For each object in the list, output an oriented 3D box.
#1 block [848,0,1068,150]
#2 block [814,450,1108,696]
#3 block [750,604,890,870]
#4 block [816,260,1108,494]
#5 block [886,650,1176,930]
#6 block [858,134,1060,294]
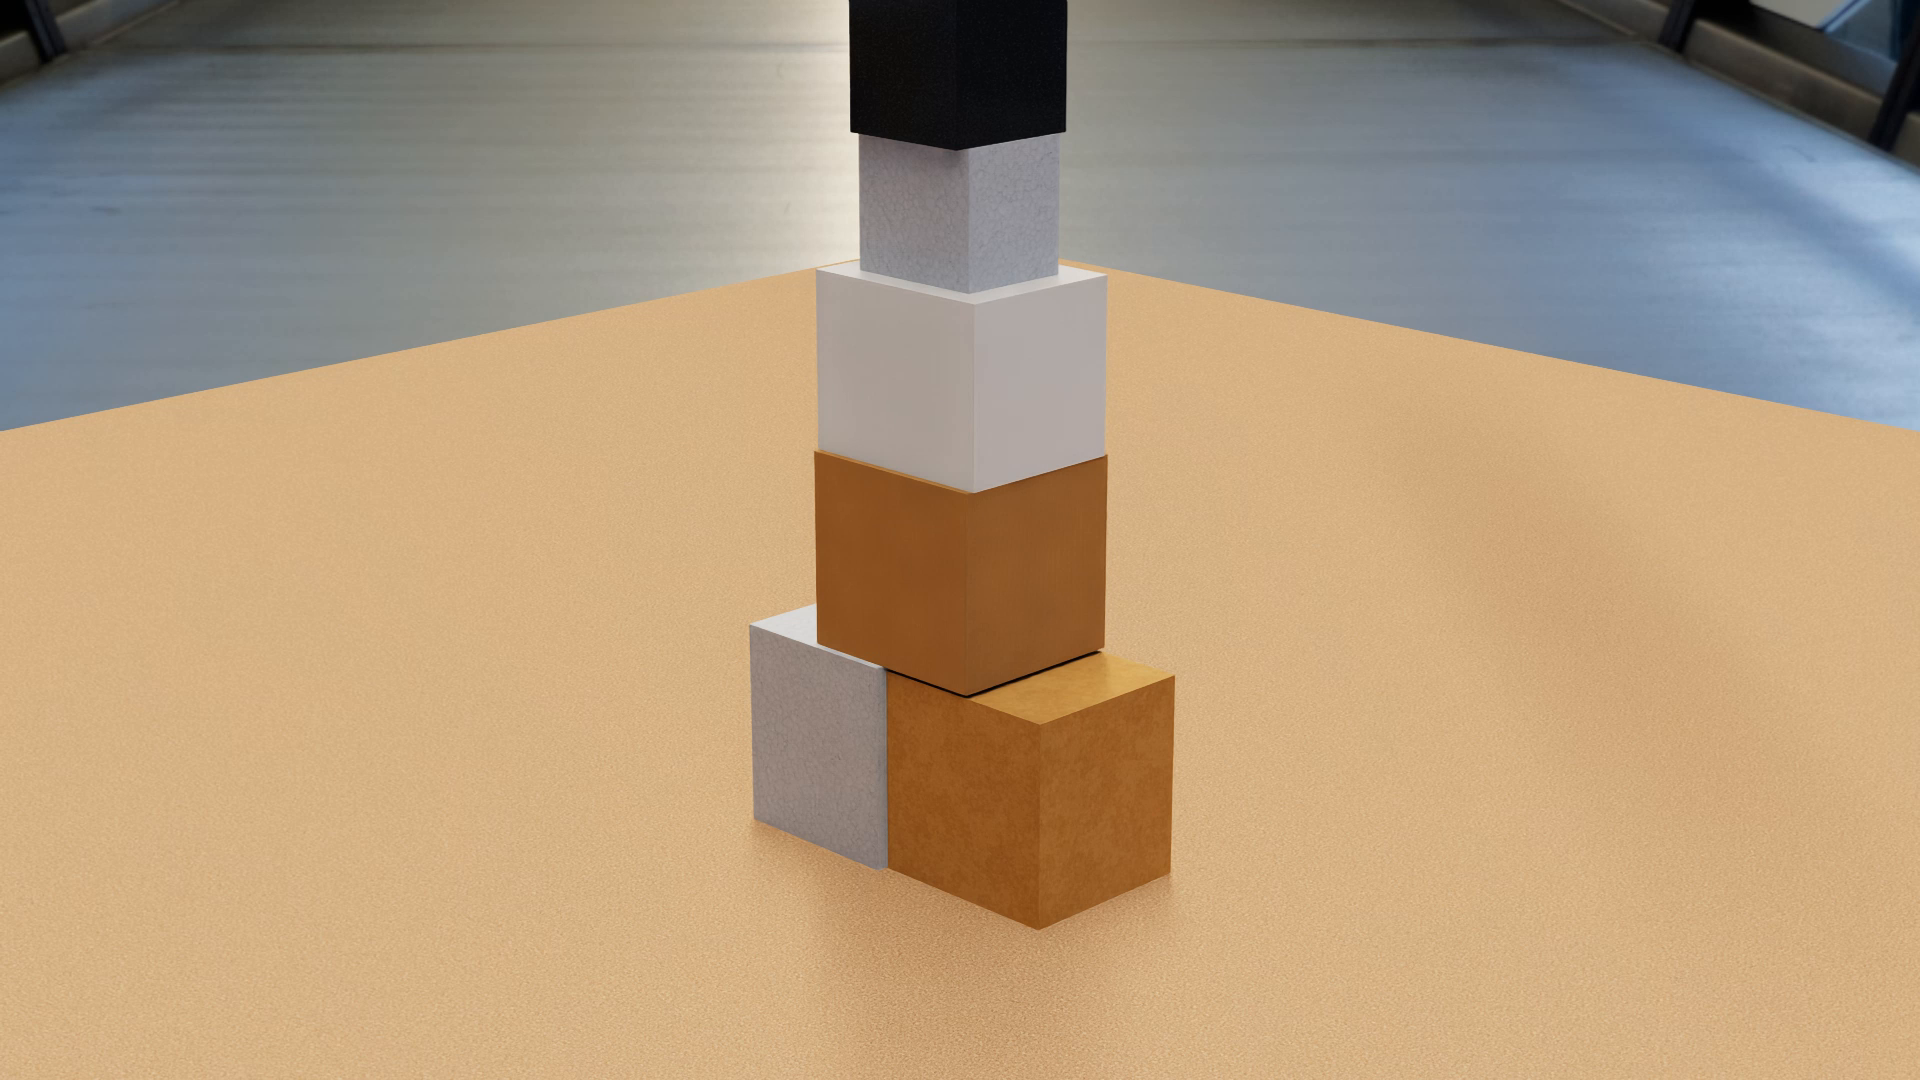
[{"bbox_3d":[-0.007,-2.128,12.661,0.675,0.737,0.654,-17,24,-42],"label":"block"},{"bbox_3d":[0.003,0.046,13.359,0.971,0.923,0.902,17,24,42],"label":"block"},{"bbox_3d":[-0.346,0.857,13.965,0.956,0.990,0.869,-17,24,-42],"label":"block"},{"bbox_3d":[0.005,-0.791,13.096,0.992,0.830,0.834,17,24,42],"label":"block"},{"bbox_3d":[0.318,1.060,13.357,0.881,0.967,0.956,-17,24,-42],"label":"block"},{"bbox_3d":[-0.004,-1.481,12.868,0.683,0.623,0.561,17,24,42],"label":"block"}]
